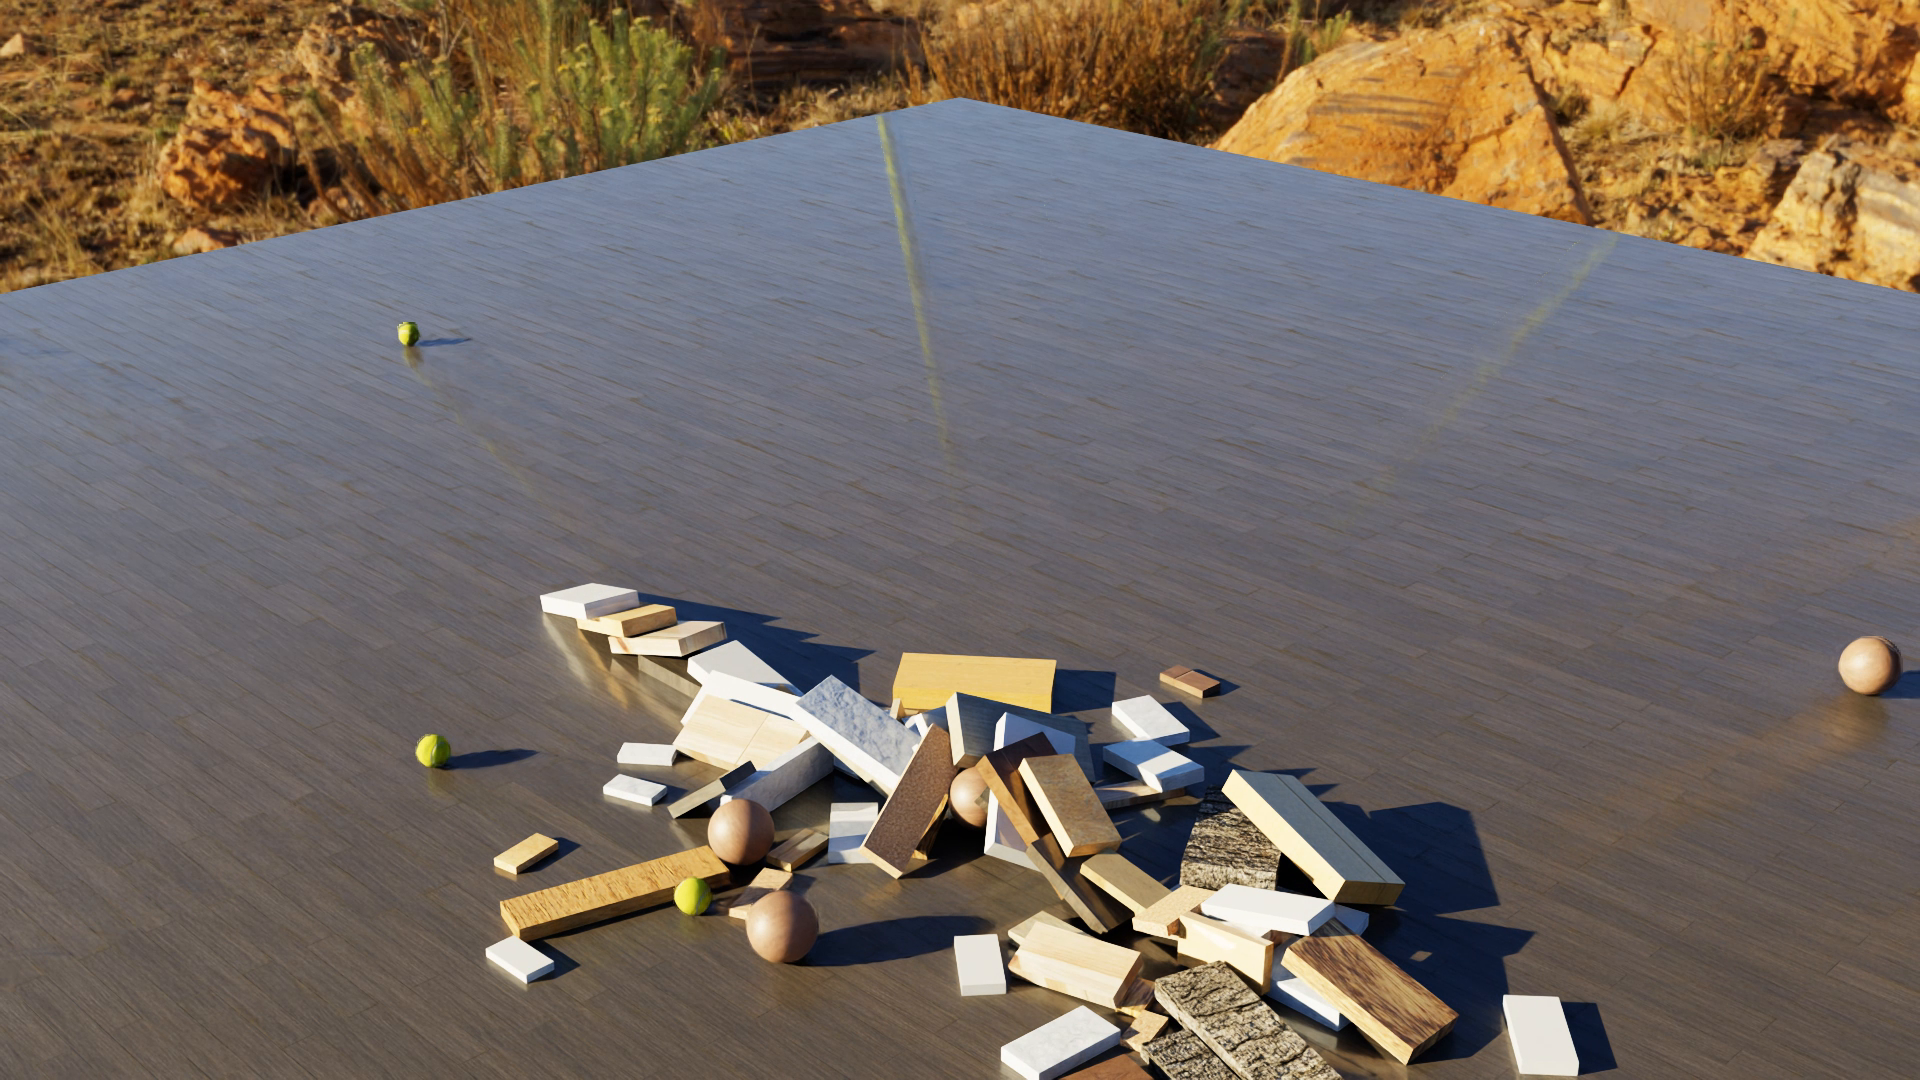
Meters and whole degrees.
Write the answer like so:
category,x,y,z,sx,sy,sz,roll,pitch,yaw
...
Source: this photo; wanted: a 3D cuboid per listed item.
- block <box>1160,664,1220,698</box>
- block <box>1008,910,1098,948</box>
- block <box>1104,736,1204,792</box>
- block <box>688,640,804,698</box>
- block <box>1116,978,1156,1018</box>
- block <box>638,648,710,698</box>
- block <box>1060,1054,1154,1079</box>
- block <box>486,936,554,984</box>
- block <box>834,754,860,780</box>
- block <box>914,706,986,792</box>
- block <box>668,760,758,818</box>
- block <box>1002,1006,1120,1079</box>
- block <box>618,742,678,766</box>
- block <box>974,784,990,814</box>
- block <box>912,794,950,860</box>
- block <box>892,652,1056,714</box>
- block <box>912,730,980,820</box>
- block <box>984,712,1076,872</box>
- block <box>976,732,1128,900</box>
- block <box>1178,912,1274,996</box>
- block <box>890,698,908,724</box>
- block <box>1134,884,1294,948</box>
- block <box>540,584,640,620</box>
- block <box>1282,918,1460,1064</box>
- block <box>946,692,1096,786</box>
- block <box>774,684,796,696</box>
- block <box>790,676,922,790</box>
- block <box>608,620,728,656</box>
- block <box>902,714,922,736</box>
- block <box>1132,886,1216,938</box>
category,x,y,z,sx,sy,sz,roll,pitch,yaw
block,0.522,0.320,4.984,0.063,0.018,0.126,-20,30,-39
block,0.187,0.737,3.991,0.184,0.026,0.092,21,31,40
block,0.403,0.466,4.588,0.107,0.030,0.213,-11,19,-28
block,-0.466,0.324,4.875,0.135,0.038,0.270,-21,43,-40
block,0.315,0.802,3.852,0.048,0.014,0.095,12,26,26
block,-0.596,0.300,5.006,0.135,0.038,0.270,-21,30,-40
block,0.209,0.911,3.572,0.222,0.031,0.111,-14,27,-29
block,-0.792,0.755,3.960,0.121,0.017,0.061,21,31,40
block,-0.231,0.468,4.615,0.093,0.013,0.046,20,55,40
block,-0.015,0.436,4.516,0.095,0.191,0.027,-15,-13,-40
block,-0.497,0.500,4.408,0.187,0.027,0.094,-31,-1,42
block,0.171,0.853,3.716,0.187,0.027,0.094,-18,29,-36
block,-0.663,0.454,4.669,0.116,0.016,0.058,3,23,6
block,0.113,0.537,4.306,0.164,0.023,0.082,42,45,0
block,-0.082,0.562,4.356,0.082,0.023,0.164,6,38,15
block,0.035,0.322,4.938,0.350,0.050,0.175,2,23,6
block,-0.023,0.475,4.456,0.082,0.164,0.023,-22,-9,-36
block,0.139,0.495,4.298,0.154,0.044,0.309,20,47,-15
block,0.177,0.527,4.233,0.154,0.044,0.309,-18,65,-39
block,0.469,0.731,3.895,0.184,0.092,0.026,14,17,41
block,-0.135,0.397,4.729,0.016,0.057,0.113,-10,30,13
block,0.471,0.691,4.004,0.276,0.039,0.138,4,19,43
block,-0.888,0.146,5.268,0.137,0.039,0.274,-14,10,-30
block,0.706,0.774,3.791,0.138,0.039,0.276,-21,47,-41
block,0.125,0.415,4.498,0.309,0.044,0.154,15,45,-25
block,-0.363,0.370,4.780,0.129,0.018,0.064,36,41,20
block,-0.200,0.394,4.516,0.274,0.039,0.137,33,37,16
block,-0.674,0.225,5.067,0.135,0.038,0.270,-21,14,-42
block,-0.020,0.393,4.710,0.191,0.027,0.095,-12,24,-16
block,0.393,0.674,3.997,0.078,0.022,0.156,4,19,43
